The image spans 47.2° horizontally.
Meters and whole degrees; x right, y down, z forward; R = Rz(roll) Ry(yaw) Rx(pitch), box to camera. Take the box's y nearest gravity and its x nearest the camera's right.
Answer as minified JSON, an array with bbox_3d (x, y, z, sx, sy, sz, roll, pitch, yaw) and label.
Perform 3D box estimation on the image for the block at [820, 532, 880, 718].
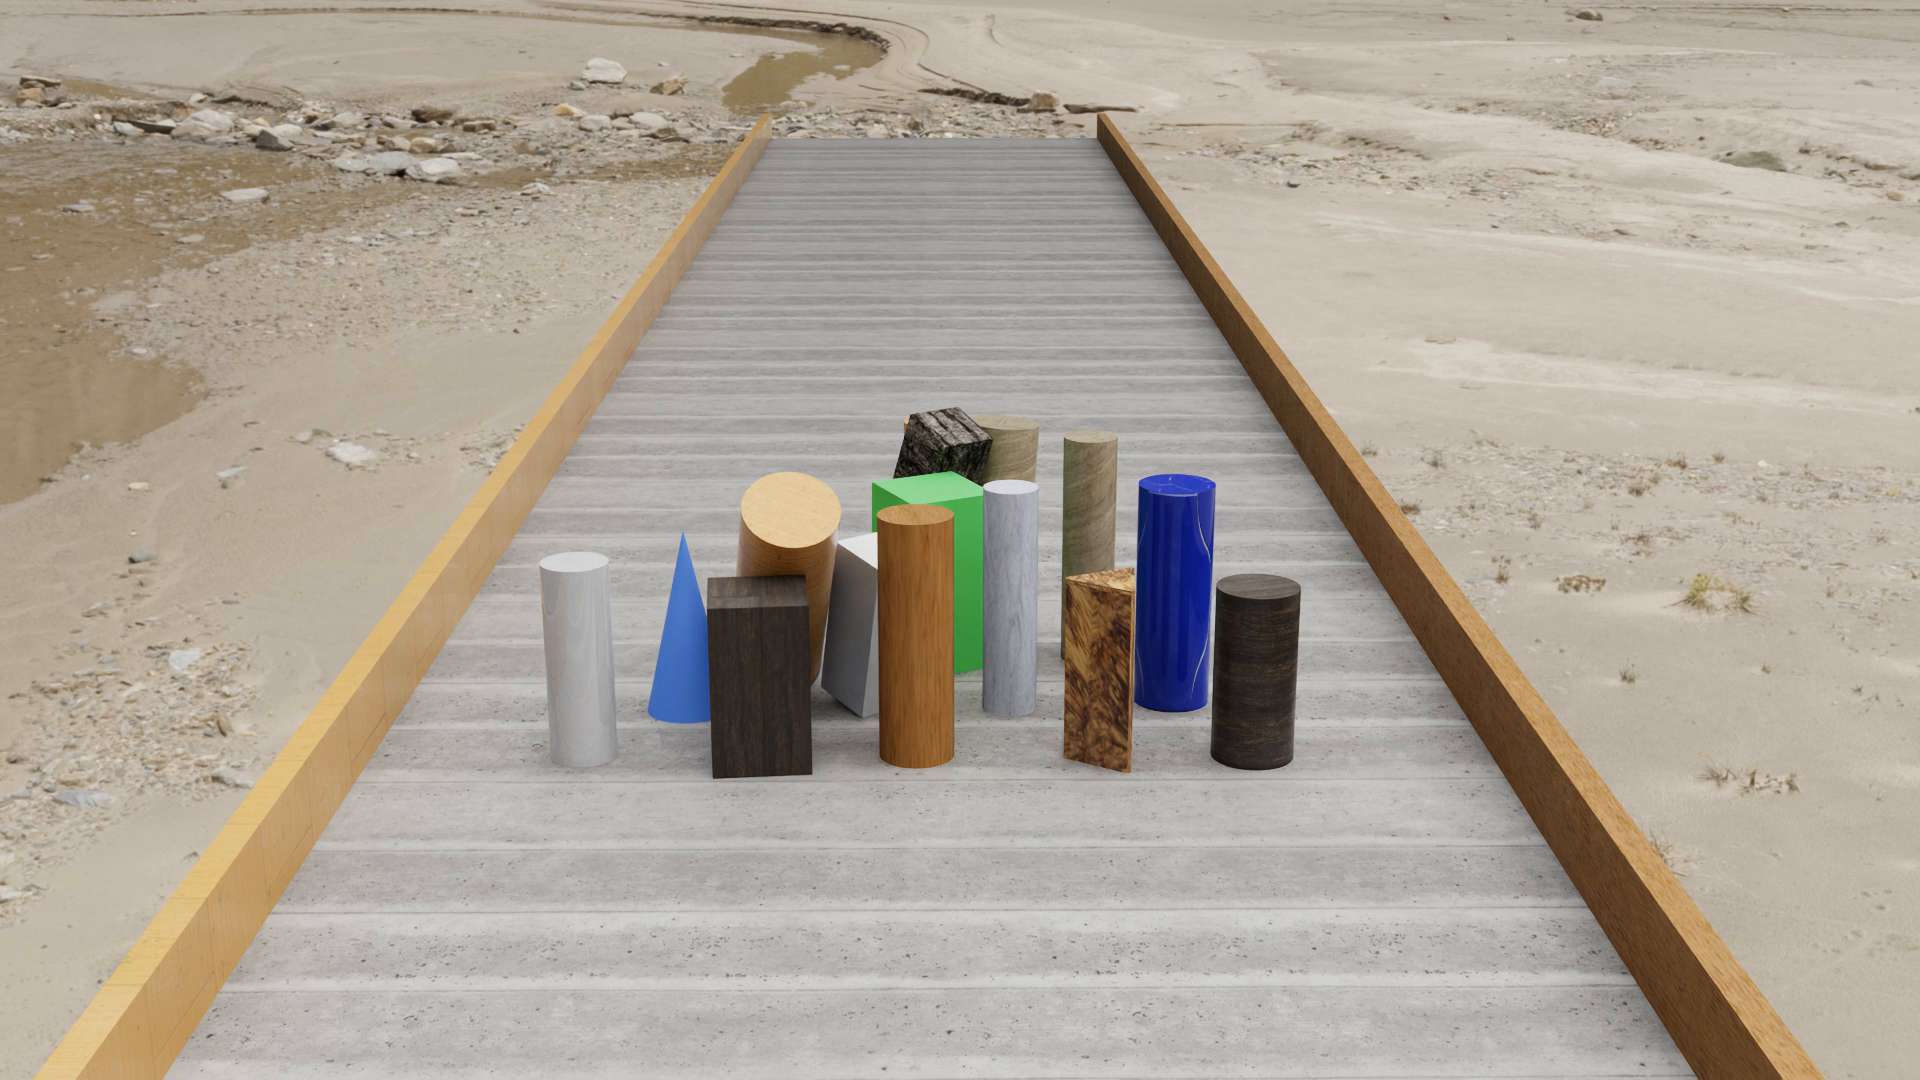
[{"bbox_3d":[-0.155,0.156,4.129,0.133,0.308,0.133,-13,32,-38],"label":"block"}]

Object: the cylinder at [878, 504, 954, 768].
[{"bbox_3d":[-0.077,0.170,3.874,0.134,0.446,0.134,0,17,0],"label":"cylinder"}]

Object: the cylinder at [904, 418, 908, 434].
[{"bbox_3d":[-0.062,-0.088,4.883,0.122,0.364,0.122,0,17,0],"label":"cylinder"}]

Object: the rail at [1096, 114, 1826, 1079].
[{"bbox_3d":[0.932,-0.844,7.801,0.050,0.150,12.000,0,17,-1],"label":"rail"}]

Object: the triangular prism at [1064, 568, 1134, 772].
[{"bbox_3d":[0.272,0.223,3.888,0.135,0.335,0.117,11,20,32],"label":"triangular prism"}]

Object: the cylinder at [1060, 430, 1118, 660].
[{"bbox_3d":[0.256,0.016,4.371,0.106,0.457,0.106,0,17,0],"label":"cylinder"}]

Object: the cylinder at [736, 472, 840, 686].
[{"bbox_3d":[-0.329,0.090,4.087,0.178,0.455,0.178,5,50,-6],"label":"cylinder"}]

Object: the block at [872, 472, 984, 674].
[{"bbox_3d":[-0.055,0.069,4.356,0.178,0.360,0.178,-9,20,-27],"label":"block"}]

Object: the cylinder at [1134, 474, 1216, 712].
[{"bbox_3d":[0.403,0.100,4.143,0.143,0.426,0.143,0,17,0],"label":"cylinder"}]

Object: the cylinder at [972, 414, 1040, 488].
[{"bbox_3d":[0.077,-0.041,4.613,0.151,0.419,0.151,4,14,-1],"label":"cylinder"}]

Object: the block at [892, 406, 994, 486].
[{"bbox_3d":[-0.071,-0.046,4.563,0.124,0.450,0.124,-12,42,-37],"label":"block"}]

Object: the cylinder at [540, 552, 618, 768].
[{"bbox_3d":[-0.672,0.211,3.884,0.120,0.361,0.120,0,17,0],"label":"cylinder"}]

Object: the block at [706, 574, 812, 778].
[{"bbox_3d":[-0.353,0.239,3.873,0.174,0.313,0.174,-2,17,-6],"label":"block"}]

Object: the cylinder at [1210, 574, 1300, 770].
[{"bbox_3d":[0.522,0.232,3.890,0.147,0.317,0.147,0,17,0],"label":"cylinder"}]

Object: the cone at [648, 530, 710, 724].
[{"bbox_3d":[-0.511,0.149,4.107,0.157,0.352,0.157,0,17,0],"label":"cone"}]

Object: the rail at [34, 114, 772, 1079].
[{"bbox_3d":[-1.118,-0.838,7.780,0.050,0.150,12.000,0,17,-1],"label":"rail"}]

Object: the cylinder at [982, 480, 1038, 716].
[{"bbox_3d":[0.093,0.109,4.105,0.102,0.431,0.102,0,17,0],"label":"cylinder"}]
